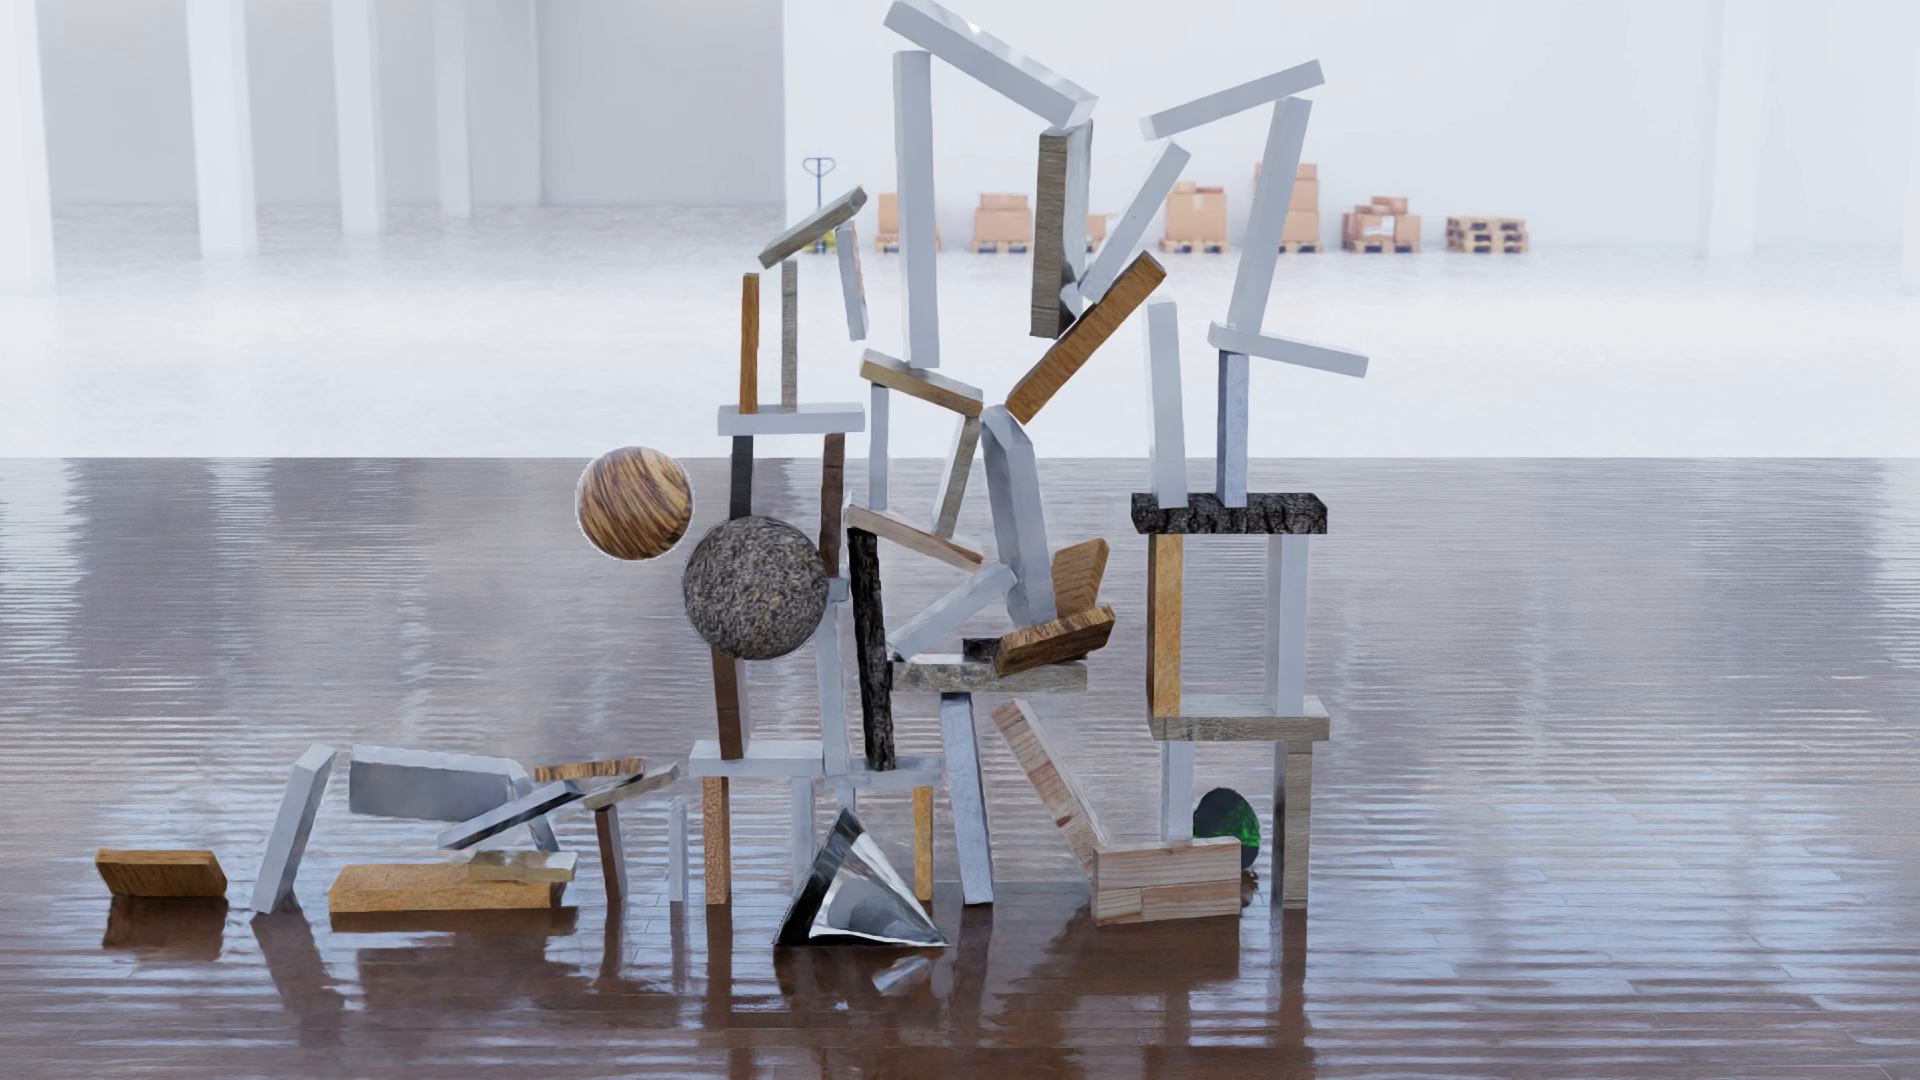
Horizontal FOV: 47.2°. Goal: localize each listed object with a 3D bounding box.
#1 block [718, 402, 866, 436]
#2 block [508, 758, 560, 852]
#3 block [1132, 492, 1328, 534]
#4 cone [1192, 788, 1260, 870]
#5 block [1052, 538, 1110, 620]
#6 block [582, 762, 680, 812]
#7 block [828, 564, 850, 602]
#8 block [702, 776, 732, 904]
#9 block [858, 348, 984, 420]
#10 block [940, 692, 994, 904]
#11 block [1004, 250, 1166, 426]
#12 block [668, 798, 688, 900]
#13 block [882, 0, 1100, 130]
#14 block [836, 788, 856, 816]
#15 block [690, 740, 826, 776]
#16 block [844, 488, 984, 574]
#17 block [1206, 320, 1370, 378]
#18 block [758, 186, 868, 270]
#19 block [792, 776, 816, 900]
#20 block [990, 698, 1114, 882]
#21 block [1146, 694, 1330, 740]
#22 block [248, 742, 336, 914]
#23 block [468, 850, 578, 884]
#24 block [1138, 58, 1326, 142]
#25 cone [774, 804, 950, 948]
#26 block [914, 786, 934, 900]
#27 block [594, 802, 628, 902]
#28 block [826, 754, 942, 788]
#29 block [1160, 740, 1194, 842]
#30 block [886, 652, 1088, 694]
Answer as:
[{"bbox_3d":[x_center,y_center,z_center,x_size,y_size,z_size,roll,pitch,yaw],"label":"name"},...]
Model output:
[{"bbox_3d":[-0.271,-0.195,3.537,0.234,0.033,0.117,-2,11,-5],"label":"block"},{"bbox_3d":[-0.730,0.475,3.771,0.027,0.189,0.095,-25,19,-18],"label":"block"},{"bbox_3d":[0.432,-0.044,3.555,0.299,0.042,0.149,0,11,0],"label":"block"},{"bbox_3d":[0.422,0.523,3.850,0.146,0.146,0.146,-8,-13,-38],"label":"cone"},{"bbox_3d":[0.194,0.085,3.800,0.096,0.027,0.192,-17,38,33],"label":"block"},{"bbox_3d":[-0.542,0.408,3.635,0.152,0.022,0.076,-18,5,4],"label":"block"},{"bbox_3d":[-0.309,0.073,3.585,0.255,0.036,0.127,-2,10,-4],"label":"block"},{"bbox_3d":[-0.404,0.482,3.653,0.031,0.217,0.108,0,10,0],"label":"block"},{"bbox_3d":[-0.062,-0.251,3.512,0.202,0.029,0.101,20,15,-7],"label":"block"},{"bbox_3d":[0.013,0.421,3.651,0.047,0.328,0.164,-7,7,2],"label":"block"},{"bbox_3d":[0.200,-0.326,3.515,0.046,0.323,0.162,43,11,-5],"label":"block"},{"bbox_3d":[-0.468,0.515,3.658,0.022,0.152,0.076,1,11,0],"label":"block"},{"bbox_3d":[0.050,-0.738,3.394,0.322,0.046,0.161,31,20,6],"label":"block"},{"bbox_3d":[-0.187,0.493,3.656,0.027,0.191,0.095,-2,8,-1],"label":"block"},{"bbox_3d":[-0.332,0.360,3.631,0.217,0.031,0.108,0,10,0],"label":"block"},{"bbox_3d":[-0.077,-0.015,3.590,0.231,0.033,0.116,22,11,-7],"label":"block"},{"bbox_3d":[0.519,-0.304,3.497,0.241,0.034,0.121,11,10,-2],"label":"block"},{"bbox_3d":[-0.230,-0.490,3.449,0.176,0.025,0.088,-28,17,23],"label":"block"},{"bbox_3d":[-0.259,0.482,3.653,0.031,0.217,0.108,0,10,0],"label":"block"},{"bbox_3d":[0.166,0.419,3.681,0.047,0.329,0.164,-32,-10,5],"label":"block"},{"bbox_3d":[0.454,0.292,3.613,0.284,0.040,0.142,0,11,0],"label":"block"},{"bbox_3d":[-1.095,0.472,3.611,0.036,0.257,0.128,20,10,-4],"label":"block"},{"bbox_3d":[-0.724,0.541,3.652,0.167,0.024,0.084,3,11,-4],"label":"block"},{"bbox_3d":[0.420,-0.683,3.420,0.272,0.039,0.136,-19,10,0],"label":"block"},{"bbox_3d":[-0.124,0.578,3.431,0.248,0.248,0.248,27,11,-1],"label":"cone"},{"bbox_3d":[-0.060,0.493,3.657,0.027,0.191,0.095,0,8,1],"label":"block"},{"bbox_3d":[-0.580,0.514,3.656,0.022,0.152,0.076,-6,10,2],"label":"block"},{"bbox_3d":[-0.126,0.383,3.642,0.191,0.027,0.095,-2,8,-1],"label":"block"},{"bbox_3d":[0.359,0.451,3.644,0.040,0.284,0.142,0,11,1],"label":"block"},{"bbox_3d":[0.032,0.223,3.694,0.329,0.047,0.164,2,3,-13],"label":"block"}]
